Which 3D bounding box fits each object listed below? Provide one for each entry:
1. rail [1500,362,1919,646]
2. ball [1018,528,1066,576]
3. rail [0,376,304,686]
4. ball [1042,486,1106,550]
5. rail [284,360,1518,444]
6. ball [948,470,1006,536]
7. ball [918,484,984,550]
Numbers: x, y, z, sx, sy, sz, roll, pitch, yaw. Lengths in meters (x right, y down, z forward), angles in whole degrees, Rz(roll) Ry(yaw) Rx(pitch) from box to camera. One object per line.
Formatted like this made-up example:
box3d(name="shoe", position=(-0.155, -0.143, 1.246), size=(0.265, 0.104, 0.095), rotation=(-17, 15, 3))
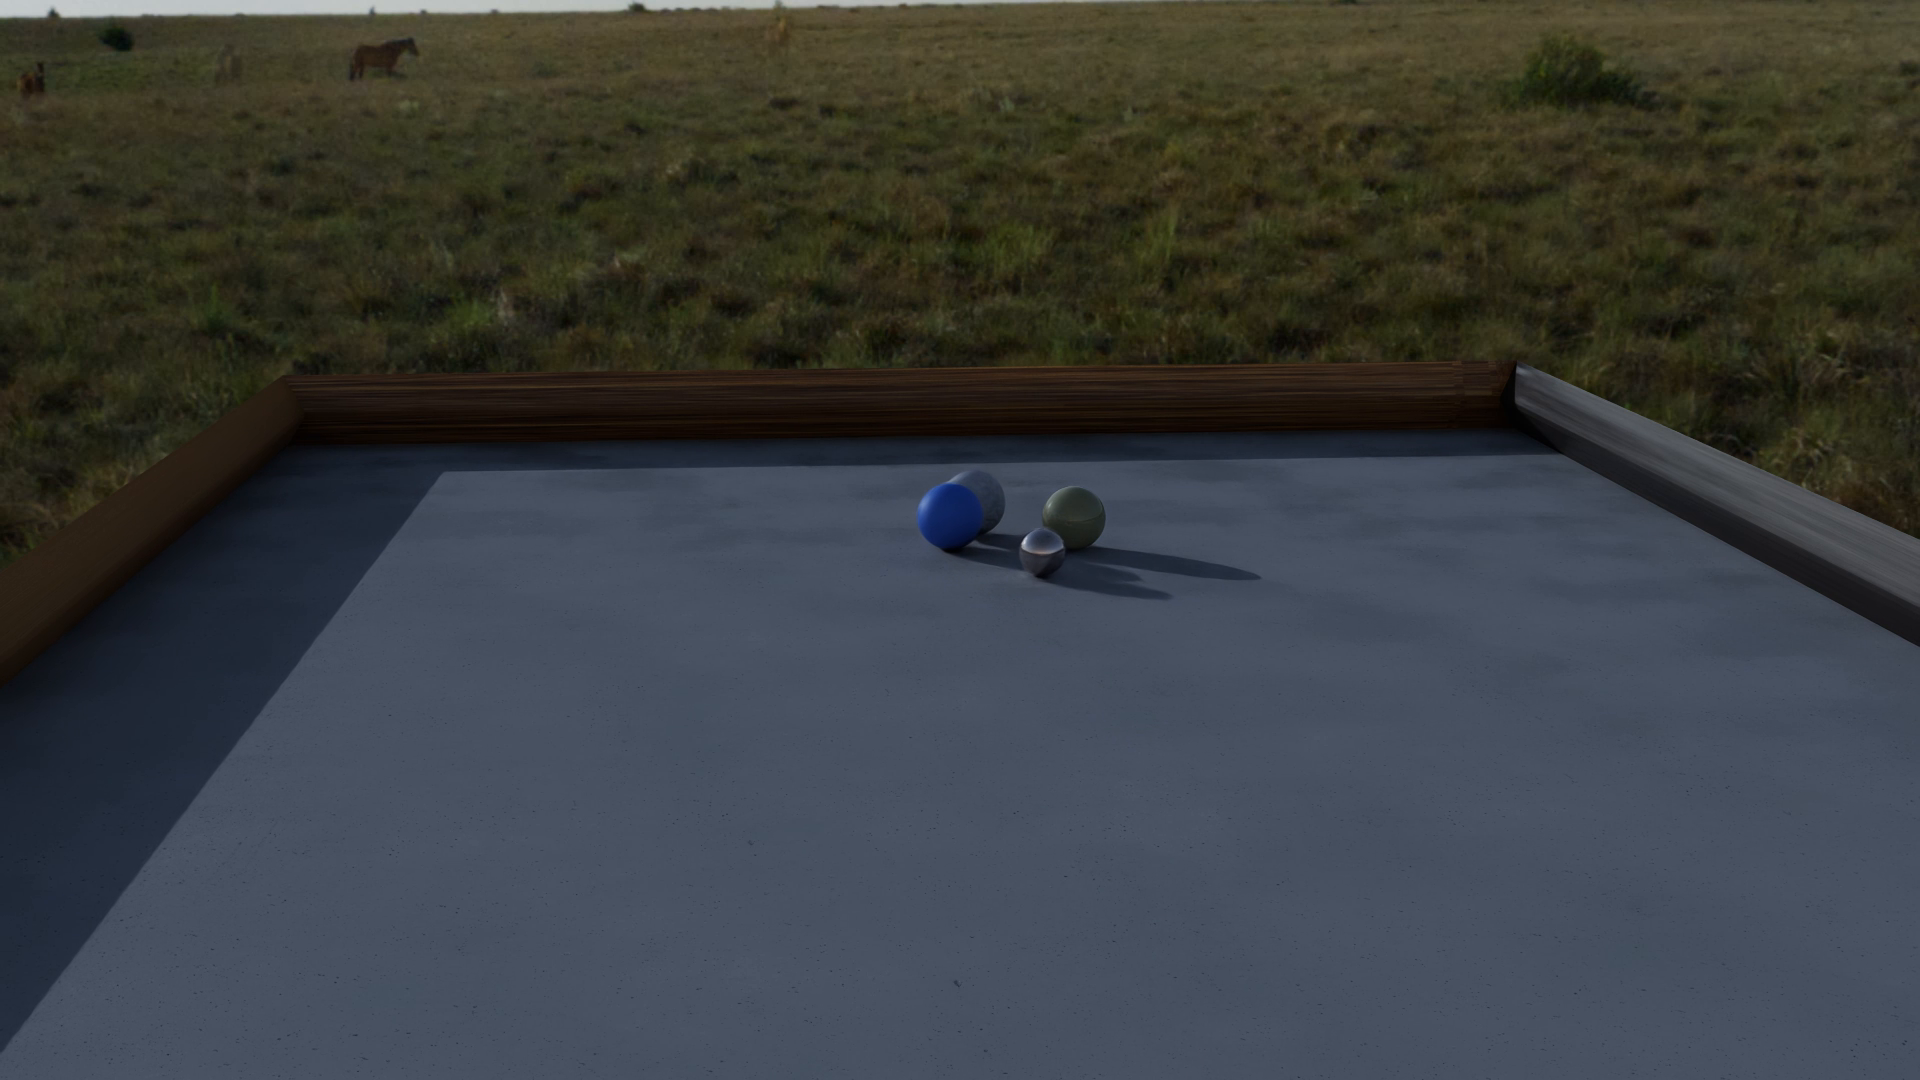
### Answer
box3d(name="rail", position=(1.208, 0.204, 2.104), size=(0.045, 0.128, 4.288), rotation=(-1, 13, -4))
box3d(name="ball", position=(0.114, 0.017, 3.053), size=(0.066, 0.066, 0.066), rotation=(0, 13, 0))
box3d(name="rail", position=(-1.036, 0.245, 1.928), size=(0.045, 0.128, 4.288), rotation=(-1, 13, -4))
box3d(name="ball", position=(0.166, -0.032, 3.206), size=(0.094, 0.094, 0.094), rotation=(0, 13, 0))
box3d(name="rail", position=(-0.084, -0.252, 4.075), size=(2.299, 0.128, 0.045), rotation=(-1, 13, -4))
box3d(name="ball", position=(0.019, -0.055, 3.295), size=(0.098, 0.098, 0.098), rotation=(0, 13, 0))
box3d(name="ball", position=(-0.014, -0.034, 3.206), size=(0.097, 0.097, 0.097), rotation=(0, 13, 0))
